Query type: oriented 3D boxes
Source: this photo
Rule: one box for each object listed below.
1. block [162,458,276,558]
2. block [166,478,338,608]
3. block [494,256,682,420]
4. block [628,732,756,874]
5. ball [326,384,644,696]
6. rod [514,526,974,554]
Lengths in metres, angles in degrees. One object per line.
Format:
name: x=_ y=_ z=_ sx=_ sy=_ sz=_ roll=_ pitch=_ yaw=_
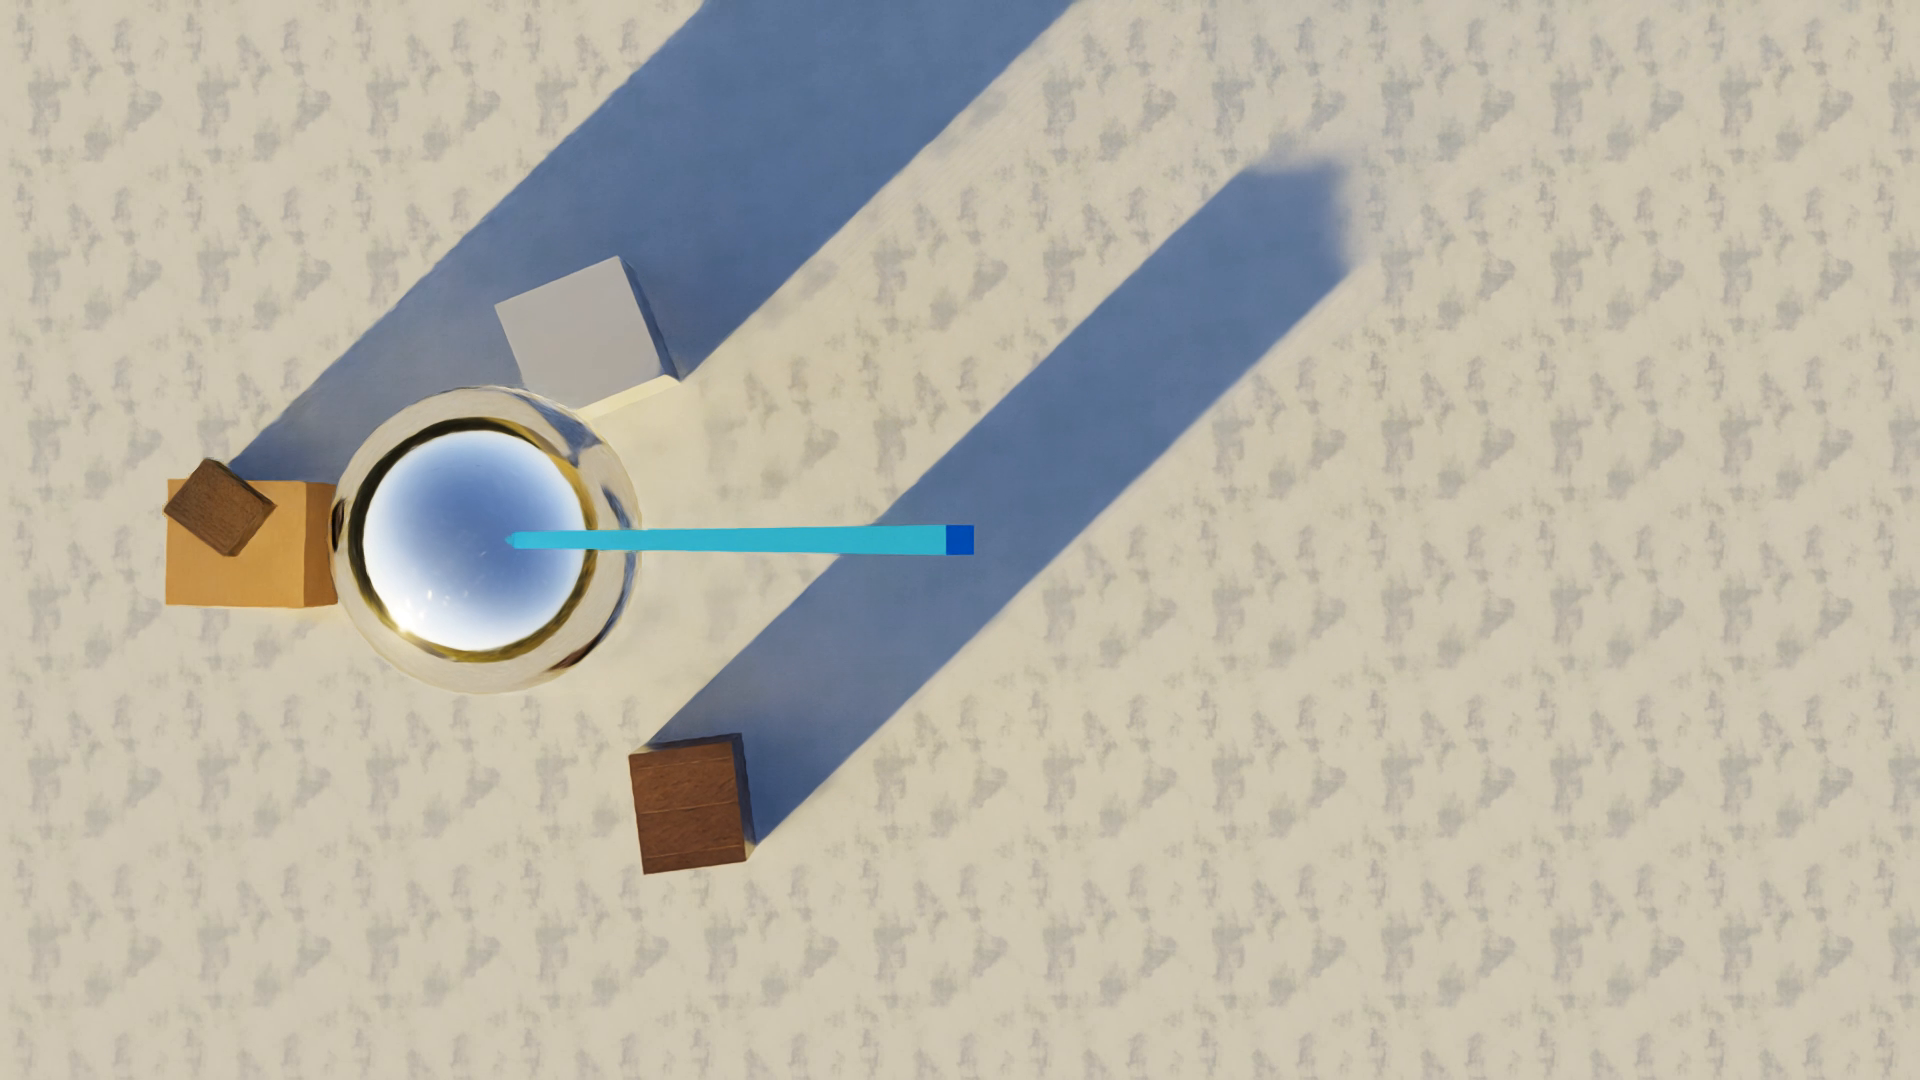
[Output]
block: x=-3.889 y=-0.167 z=11.571 sx=0.390 sy=0.364 sz=0.345 roll=38 pitch=85 yaw=-7
block: x=-4.057 y=0.019 z=12.658 sx=0.774 sy=0.684 sz=0.707 roll=1 pitch=90 yaw=0
block: x=-2.126 y=-1.121 z=12.651 sx=0.745 sy=0.698 sz=0.718 roll=-22 pitch=90 yaw=0
block: x=-1.538 y=1.513 z=12.700 sx=0.587 sy=0.600 sz=0.682 roll=-7 pitch=90 yaw=0
ball: x=-2.441 y=0.000 z=11.364 sx=1.600 sy=1.600 sz=1.600 roll=0 pitch=90 yaw=0
rod: x=-1.058 y=0.000 z=8.258 sx=0.080 sy=5.200 sz=0.080 roll=0 pitch=90 yaw=-24
